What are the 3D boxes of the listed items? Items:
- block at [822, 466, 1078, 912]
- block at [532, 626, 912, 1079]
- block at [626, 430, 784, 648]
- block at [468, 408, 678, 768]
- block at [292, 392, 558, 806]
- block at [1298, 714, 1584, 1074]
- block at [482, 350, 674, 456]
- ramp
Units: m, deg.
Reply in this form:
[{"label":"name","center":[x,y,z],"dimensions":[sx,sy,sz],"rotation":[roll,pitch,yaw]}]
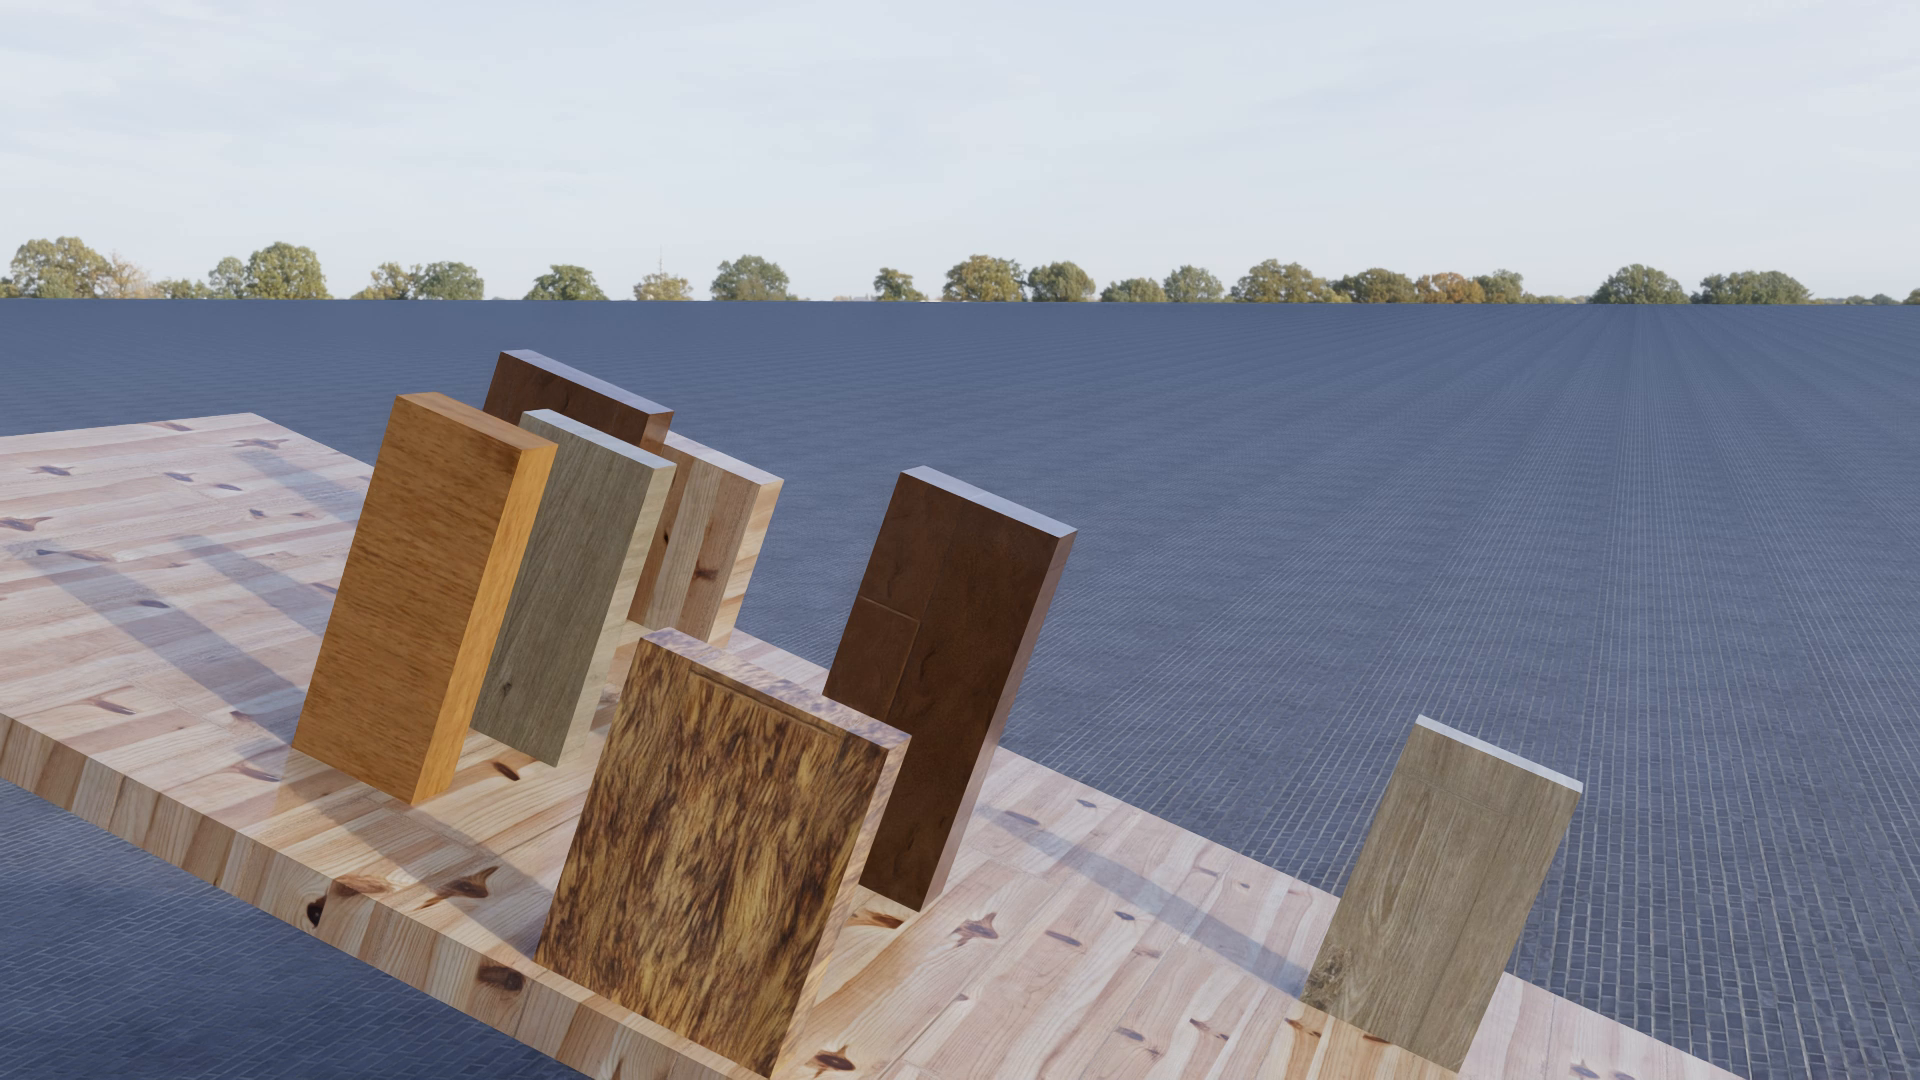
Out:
[{"label":"block","center":[-0.070,0.271,4.023],"dimensions":[0.312,0.743,0.135],"rotation":[23,13,13]},{"label":"block","center":[-0.356,0.459,3.250],"dimensions":[0.408,0.537,0.101],"rotation":[23,13,13]},{"label":"block","center":[-0.656,-0.009,5.076],"dimensions":[0.363,0.416,0.141],"rotation":[23,13,13]},{"label":"block","center":[-0.756,0.089,4.073],"dimensions":[0.278,0.598,0.098],"rotation":[23,13,13]},{"label":"block","center":[-0.904,0.096,3.705],"dimensions":[0.243,0.642,0.126],"rotation":[23,13,13]},{"label":"block","center":[0.910,0.672,4.181],"dimensions":[0.325,0.595,0.086],"rotation":[23,13,13]},{"label":"block","center":[-0.896,-0.102,4.832],"dimensions":[0.373,0.530,0.127],"rotation":[23,13,13]},{"label":"ramp","center":[-0.327,0.594,4.207],"dimensions":[4.000,0.100,2.000],"rotation":[23,13,13]}]
